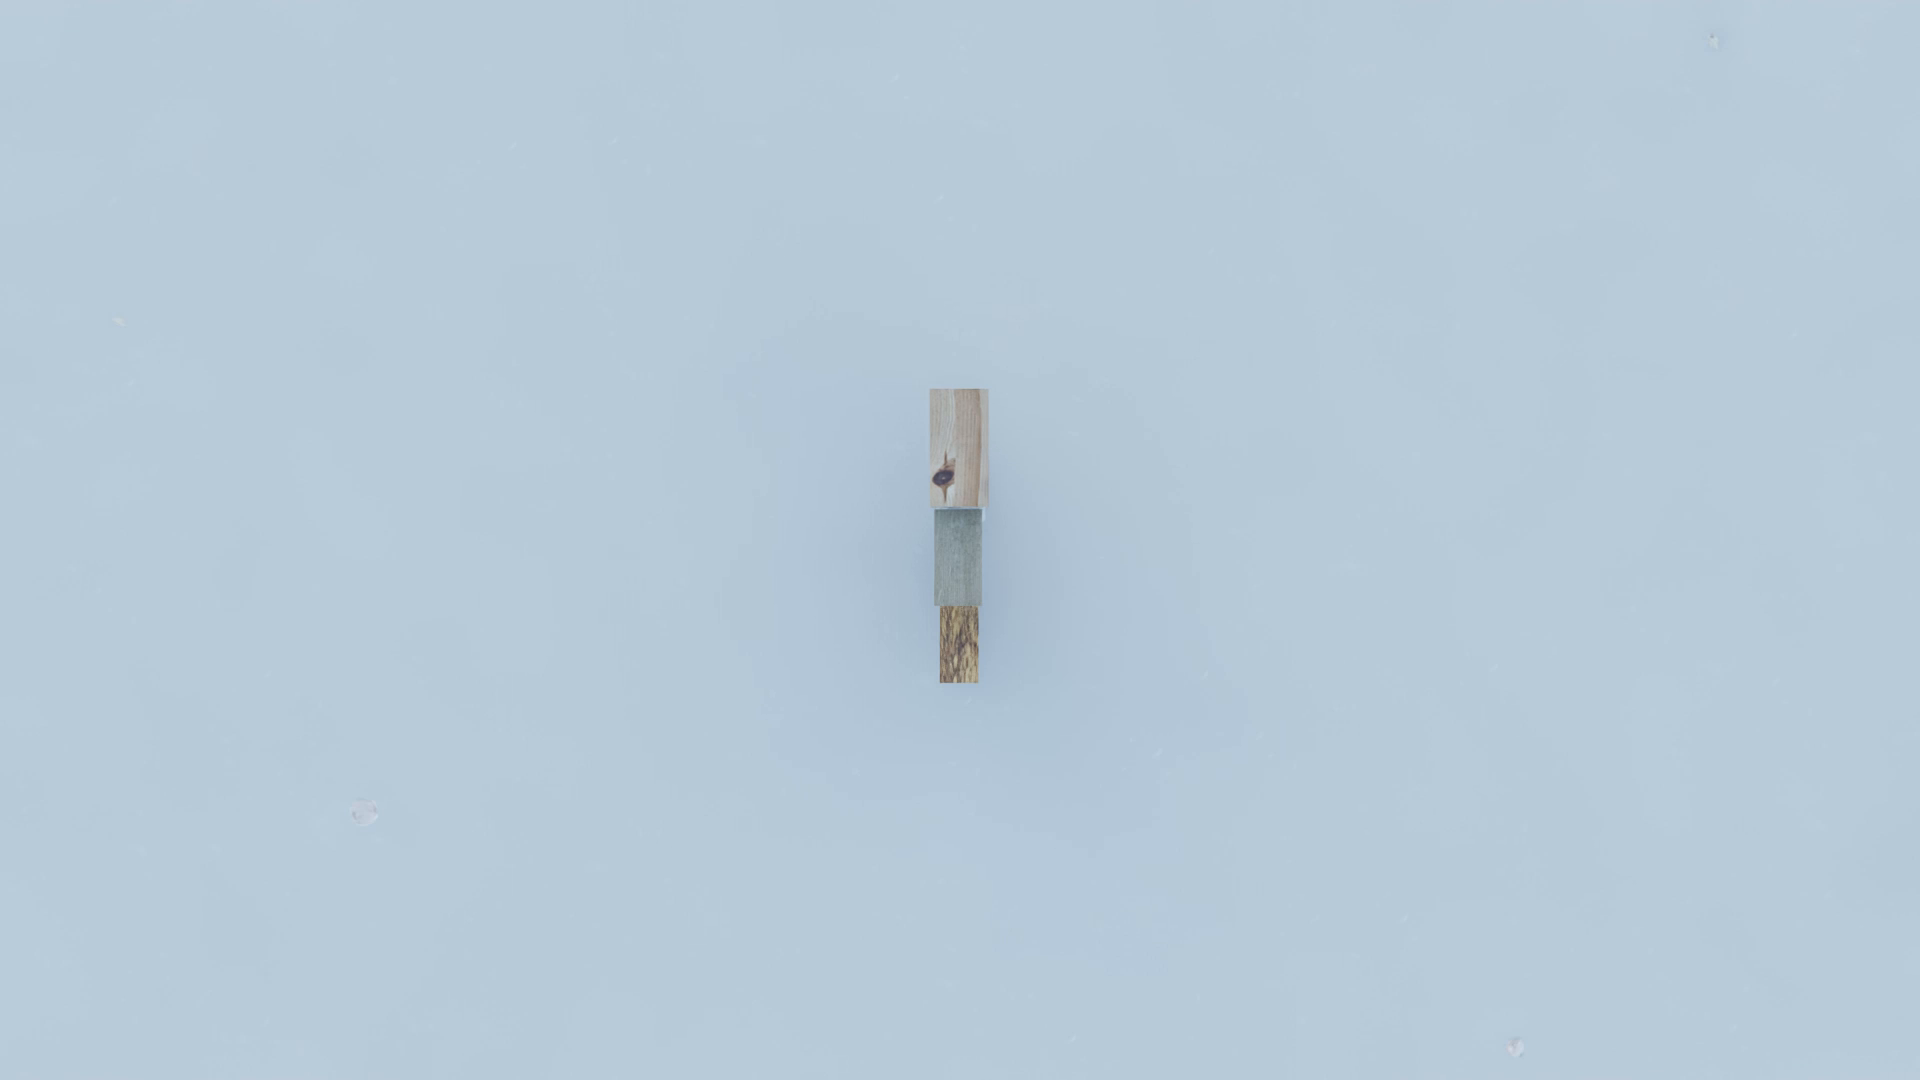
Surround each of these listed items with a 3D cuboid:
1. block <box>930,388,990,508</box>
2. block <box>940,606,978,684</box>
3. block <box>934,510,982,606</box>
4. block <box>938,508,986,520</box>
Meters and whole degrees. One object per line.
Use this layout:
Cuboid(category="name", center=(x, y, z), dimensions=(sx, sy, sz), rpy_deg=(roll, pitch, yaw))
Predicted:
Cuboid(category="block", center=(-0.002, -0.267, 4.793), dimensions=(0.171, 0.048, 0.342), rpy_deg=(0, 90, 0))
Cuboid(category="block", center=(-0.003, 0.317, 5.055), dimensions=(0.120, 0.034, 0.239), rpy_deg=(0, 90, 0))
Cuboid(category="block", center=(-0.005, 0.052, 4.856), dimensions=(0.141, 0.040, 0.283), rpy_deg=(0, 90, 0))
Cuboid(category="block", center=(0.004, -0.209, 5.180), dimensions=(0.149, 0.042, 0.299), rpy_deg=(0, 90, 0))
